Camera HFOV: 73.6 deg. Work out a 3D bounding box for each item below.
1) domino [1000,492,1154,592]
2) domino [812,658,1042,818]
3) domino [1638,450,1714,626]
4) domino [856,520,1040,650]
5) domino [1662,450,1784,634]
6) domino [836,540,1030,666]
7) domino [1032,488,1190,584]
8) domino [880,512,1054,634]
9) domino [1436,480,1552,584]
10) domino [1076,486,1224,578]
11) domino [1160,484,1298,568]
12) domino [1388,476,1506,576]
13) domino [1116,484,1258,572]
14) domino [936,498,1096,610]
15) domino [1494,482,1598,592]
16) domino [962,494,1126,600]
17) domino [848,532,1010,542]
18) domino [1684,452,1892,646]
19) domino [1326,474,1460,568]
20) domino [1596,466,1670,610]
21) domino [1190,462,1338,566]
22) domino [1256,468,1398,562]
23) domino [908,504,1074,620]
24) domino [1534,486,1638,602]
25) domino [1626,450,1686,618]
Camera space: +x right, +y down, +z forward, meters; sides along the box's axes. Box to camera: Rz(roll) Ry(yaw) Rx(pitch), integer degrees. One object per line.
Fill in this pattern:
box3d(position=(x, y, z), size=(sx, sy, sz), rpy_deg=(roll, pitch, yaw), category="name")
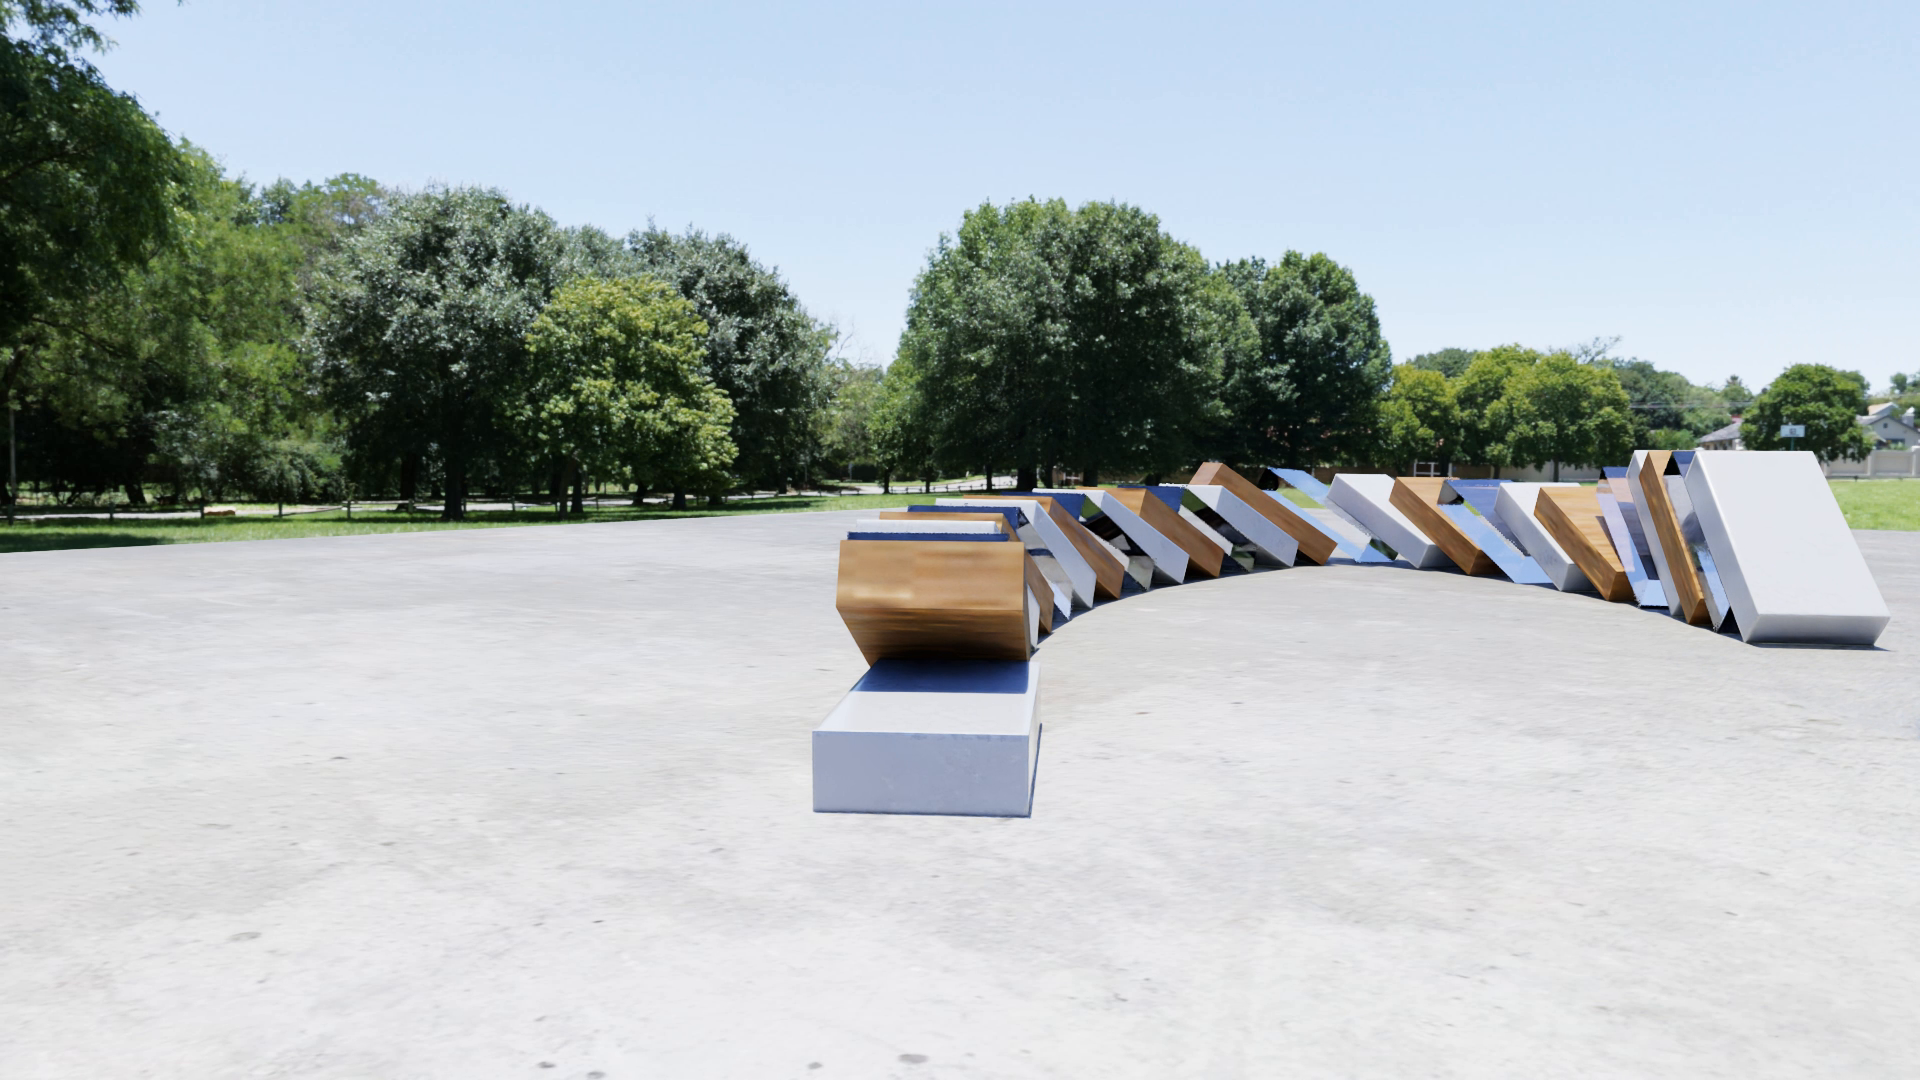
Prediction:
box3d(position=(0.033, 0.001, 0.358), size=(0.025, 0.009, 0.050), rpy_deg=(3, -20, 32), category="domino")
box3d(position=(-0.002, 0.025, 0.172), size=(0.025, 0.009, 0.050), rpy_deg=(0, 4, 5), category="domino")
box3d(position=(0.186, -0.001, 0.314), size=(0.025, 0.009, 0.050), rpy_deg=(1, 47, 10), category="domino")
box3d(position=(-0.001, 0.010, 0.246), size=(0.025, 0.009, 0.050), rpy_deg=(1, -20, 14), category="domino")
box3d(position=(0.185, 0.000, 0.300), size=(0.025, 0.010, 0.050), rpy_deg=(1, 47, 10), category="domino")
box3d(position=(-0.002, 0.013, 0.196), size=(0.025, 0.010, 0.050), rpy_deg=(1, -19, 4), category="domino")
box3d(position=(0.044, -0.001, 0.380), size=(0.025, 0.010, 0.050), rpy_deg=(4, -19, 41), category="domino")
box3d(position=(0.002, 0.008, 0.270), size=(0.025, 0.009, 0.050), rpy_deg=(1, -20, 17), category="domino")
box3d(position=(0.178, -0.004, 0.413), size=(0.025, 0.010, 0.050), rpy_deg=(-1, 30, -11), category="domino")
box3d(position=(0.059, -0.002, 0.398), size=(0.025, 0.010, 0.050), rpy_deg=(4, -19, 42), category="domino")
box3d(position=(0.090, -0.004, 0.433), size=(0.025, 0.010, 0.050), rpy_deg=(5, -18, 46), category="domino")
box3d(position=(0.170, -0.005, 0.434), size=(0.025, 0.009, 0.050), rpy_deg=(0, 30, -16), category="domino")
box3d(position=(0.073, -0.003, 0.415), size=(0.025, 0.010, 0.050), rpy_deg=(4, -19, 42), category="domino")
box3d(position=(0.014, 0.004, 0.315), size=(0.025, 0.009, 0.050), rpy_deg=(2, -20, 24), category="domino")
box3d(position=(0.185, -0.002, 0.389), size=(0.025, 0.009, 0.050), rpy_deg=(0, 30, -2), category="domino")
box3d(position=(0.022, 0.002, 0.338), size=(0.025, 0.009, 0.050), rpy_deg=(3, -20, 30), category="domino")
box3d(position=(-0.002, 0.012, 0.221), size=(0.025, 0.009, 0.050), rpy_deg=(1, -19, 7), category="domino")
box3d(position=(0.183, 0.001, 0.286), size=(0.025, 0.010, 0.050), rpy_deg=(1, 47, 10), category="domino")
box3d(position=(0.156, -0.007, 0.454), size=(0.025, 0.009, 0.050), rpy_deg=(-1, 31, -27), category="domino")
box3d(position=(0.191, -0.001, 0.344), size=(0.025, 0.009, 0.050), rpy_deg=(1, 38, 10), category="domino")
box3d(position=(0.107, -0.010, 0.456), size=(0.050, 0.010, 0.025), rpy_deg=(34, 1, -6), category="domino")
box3d(position=(0.135, -0.009, 0.469), size=(0.025, 0.009, 0.050), rpy_deg=(1, 31, -43), category="domino")
box3d(position=(0.008, 0.006, 0.293), size=(0.025, 0.009, 0.050), rpy_deg=(2, -20, 19), category="domino")
box3d(position=(0.187, 0.000, 0.366), size=(0.025, 0.009, 0.050), rpy_deg=(0, 29, -1), category="domino")
box3d(position=(0.190, -0.002, 0.327), size=(0.025, 0.010, 0.050), rpy_deg=(1, 47, 10), category="domino")
